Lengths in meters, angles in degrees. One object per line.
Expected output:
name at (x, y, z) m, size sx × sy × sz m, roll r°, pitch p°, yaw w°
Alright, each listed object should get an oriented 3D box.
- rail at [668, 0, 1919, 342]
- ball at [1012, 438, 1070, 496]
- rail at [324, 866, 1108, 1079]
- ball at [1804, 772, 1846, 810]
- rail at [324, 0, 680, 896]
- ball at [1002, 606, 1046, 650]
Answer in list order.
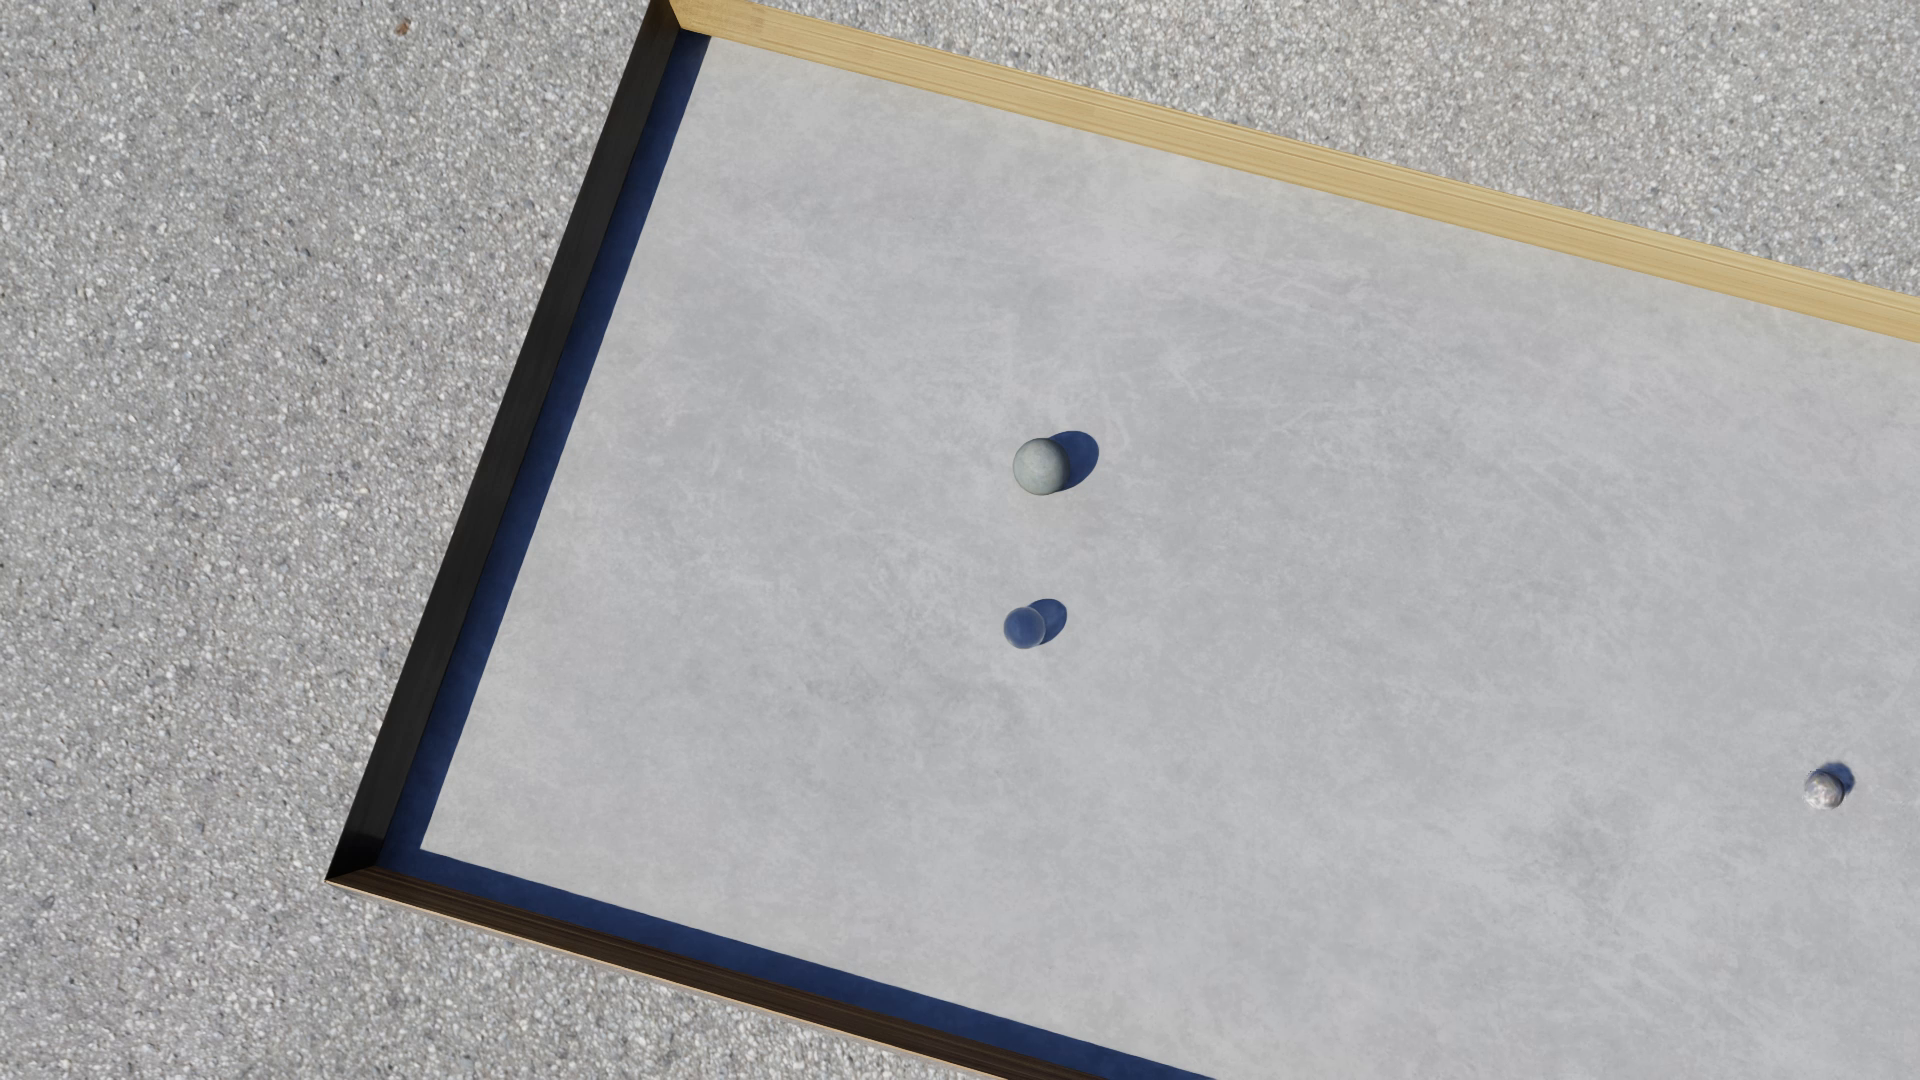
rail at (0.905, -0.497, 3.517) m, size 2.920 × 0.117 × 0.045 m, roll 15°, pitch 73°, yaw 5°
ball at (0.127, -0.114, 3.413) m, size 0.090 × 0.090 × 0.090 m, roll 0°, pitch 73°, yaw 0°
rail at (0.499, 0.866, 3.092) m, size 2.920 × 0.117 × 0.045 m, roll 15°, pitch 73°, yaw 5°
ball at (1.288, 0.374, 3.278) m, size 0.058 × 0.058 × 0.058 m, roll 0°, pitch 73°, yaw 0°
rail at (-0.679, -0.191, 3.422) m, size 0.045 × 0.117 × 1.532 m, roll 15°, pitch 73°, yaw 5°
ball at (0.098, 0.134, 3.348) m, size 0.066 × 0.066 × 0.066 m, roll 0°, pitch 73°, yaw 0°
